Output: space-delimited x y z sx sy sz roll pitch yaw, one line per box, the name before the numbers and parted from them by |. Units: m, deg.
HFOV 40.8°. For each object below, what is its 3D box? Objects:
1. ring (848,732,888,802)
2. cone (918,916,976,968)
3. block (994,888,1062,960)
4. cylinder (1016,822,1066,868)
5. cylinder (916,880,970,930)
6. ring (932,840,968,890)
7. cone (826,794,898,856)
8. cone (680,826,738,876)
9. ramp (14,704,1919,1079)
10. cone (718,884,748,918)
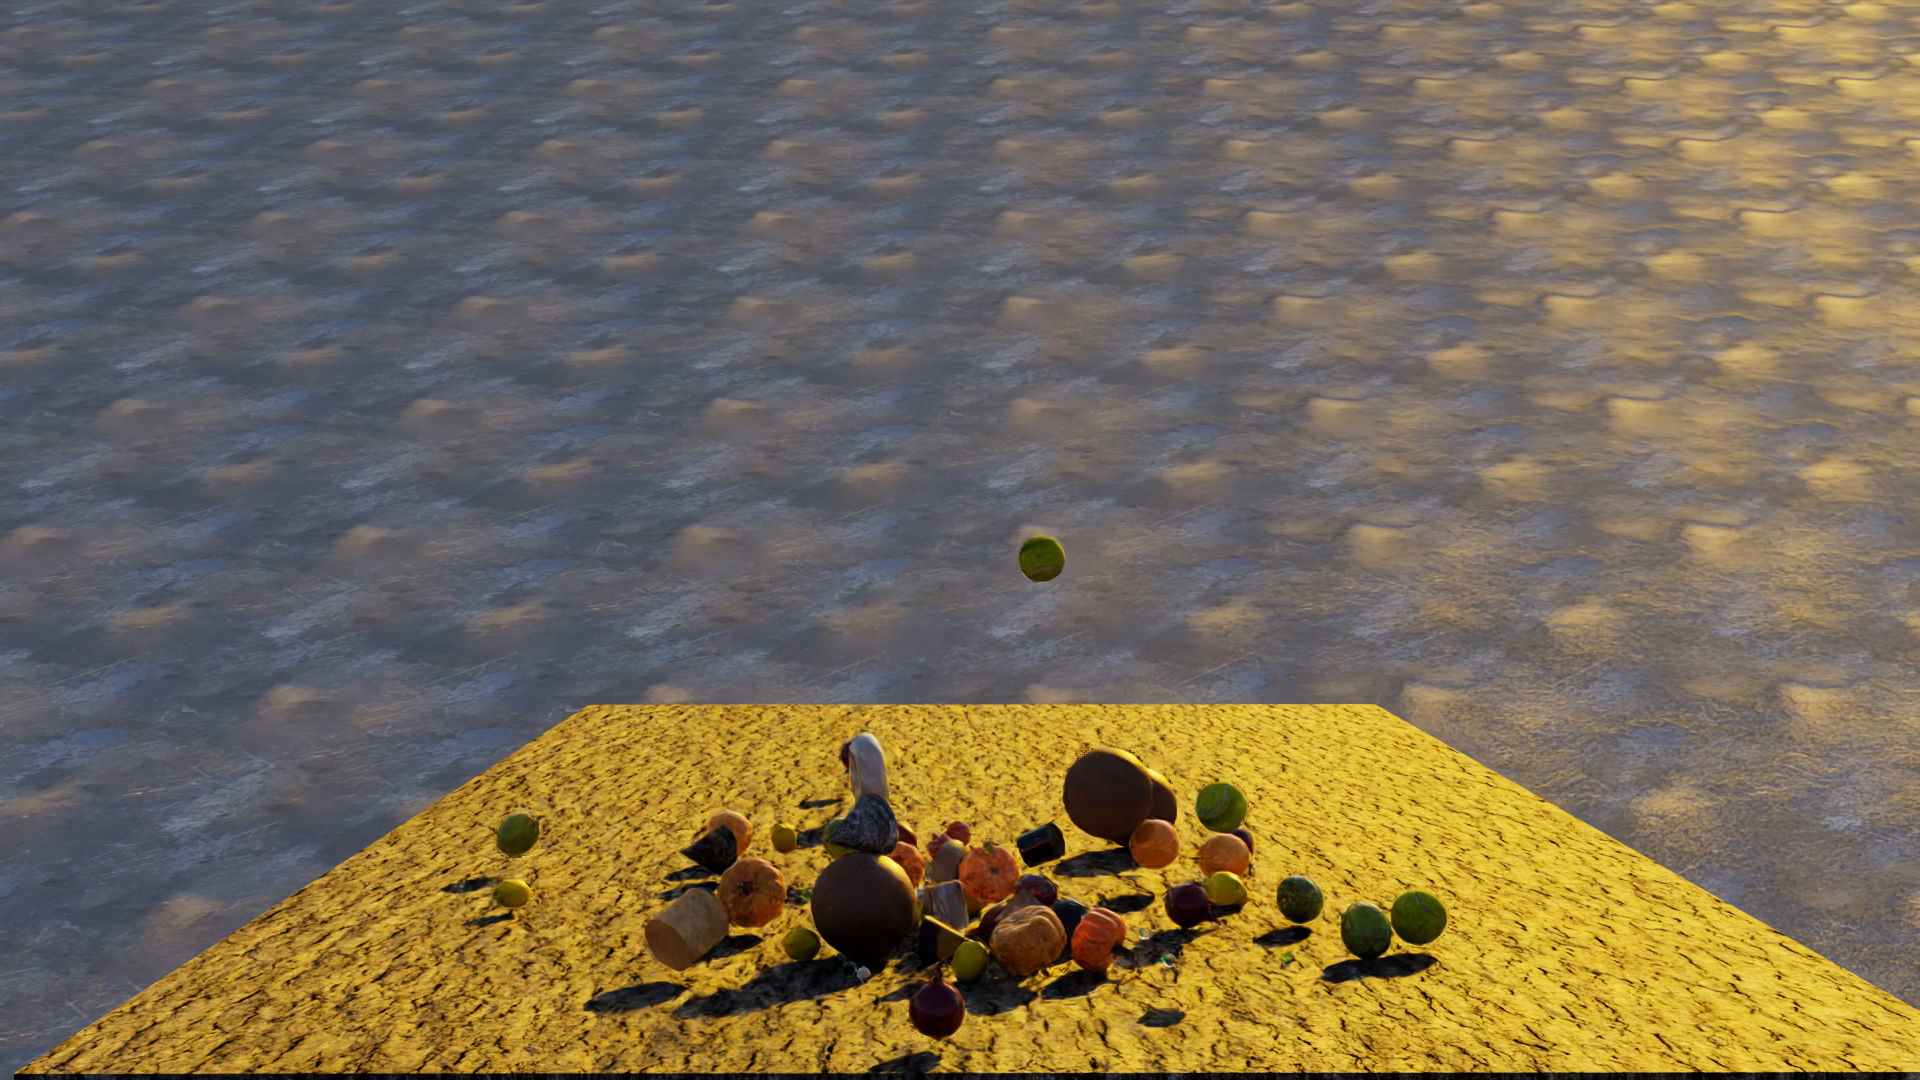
ring | -0.155 0.401 4.386 0.049 0.148 0.148 -6 26 -12
cone | -0.010 0.475 3.037 0.062 0.062 0.062 1 25 16
block | 0.084 0.467 3.137 0.053 0.053 0.053 37 76 28
cylinder | 0.121 0.453 3.829 0.053 0.053 0.053 -26 17 22
cylinder | -0.022 0.473 3.319 0.060 0.060 0.060 -11 -4 -1
ring | -0.014 0.444 3.435 0.031 0.092 0.092 8 27 17
cone | -0.135 0.365 3.208 0.082 0.082 0.082 -13 28 -41
cone | -0.374 0.451 3.729 0.075 0.075 0.075 3 18 -40
ramp | 0.058 0.524 4.562 2.000 0.100 4.000 0 2 0
cone | -0.322 0.493 3.448 0.053 0.053 0.053 -18 31 -36
